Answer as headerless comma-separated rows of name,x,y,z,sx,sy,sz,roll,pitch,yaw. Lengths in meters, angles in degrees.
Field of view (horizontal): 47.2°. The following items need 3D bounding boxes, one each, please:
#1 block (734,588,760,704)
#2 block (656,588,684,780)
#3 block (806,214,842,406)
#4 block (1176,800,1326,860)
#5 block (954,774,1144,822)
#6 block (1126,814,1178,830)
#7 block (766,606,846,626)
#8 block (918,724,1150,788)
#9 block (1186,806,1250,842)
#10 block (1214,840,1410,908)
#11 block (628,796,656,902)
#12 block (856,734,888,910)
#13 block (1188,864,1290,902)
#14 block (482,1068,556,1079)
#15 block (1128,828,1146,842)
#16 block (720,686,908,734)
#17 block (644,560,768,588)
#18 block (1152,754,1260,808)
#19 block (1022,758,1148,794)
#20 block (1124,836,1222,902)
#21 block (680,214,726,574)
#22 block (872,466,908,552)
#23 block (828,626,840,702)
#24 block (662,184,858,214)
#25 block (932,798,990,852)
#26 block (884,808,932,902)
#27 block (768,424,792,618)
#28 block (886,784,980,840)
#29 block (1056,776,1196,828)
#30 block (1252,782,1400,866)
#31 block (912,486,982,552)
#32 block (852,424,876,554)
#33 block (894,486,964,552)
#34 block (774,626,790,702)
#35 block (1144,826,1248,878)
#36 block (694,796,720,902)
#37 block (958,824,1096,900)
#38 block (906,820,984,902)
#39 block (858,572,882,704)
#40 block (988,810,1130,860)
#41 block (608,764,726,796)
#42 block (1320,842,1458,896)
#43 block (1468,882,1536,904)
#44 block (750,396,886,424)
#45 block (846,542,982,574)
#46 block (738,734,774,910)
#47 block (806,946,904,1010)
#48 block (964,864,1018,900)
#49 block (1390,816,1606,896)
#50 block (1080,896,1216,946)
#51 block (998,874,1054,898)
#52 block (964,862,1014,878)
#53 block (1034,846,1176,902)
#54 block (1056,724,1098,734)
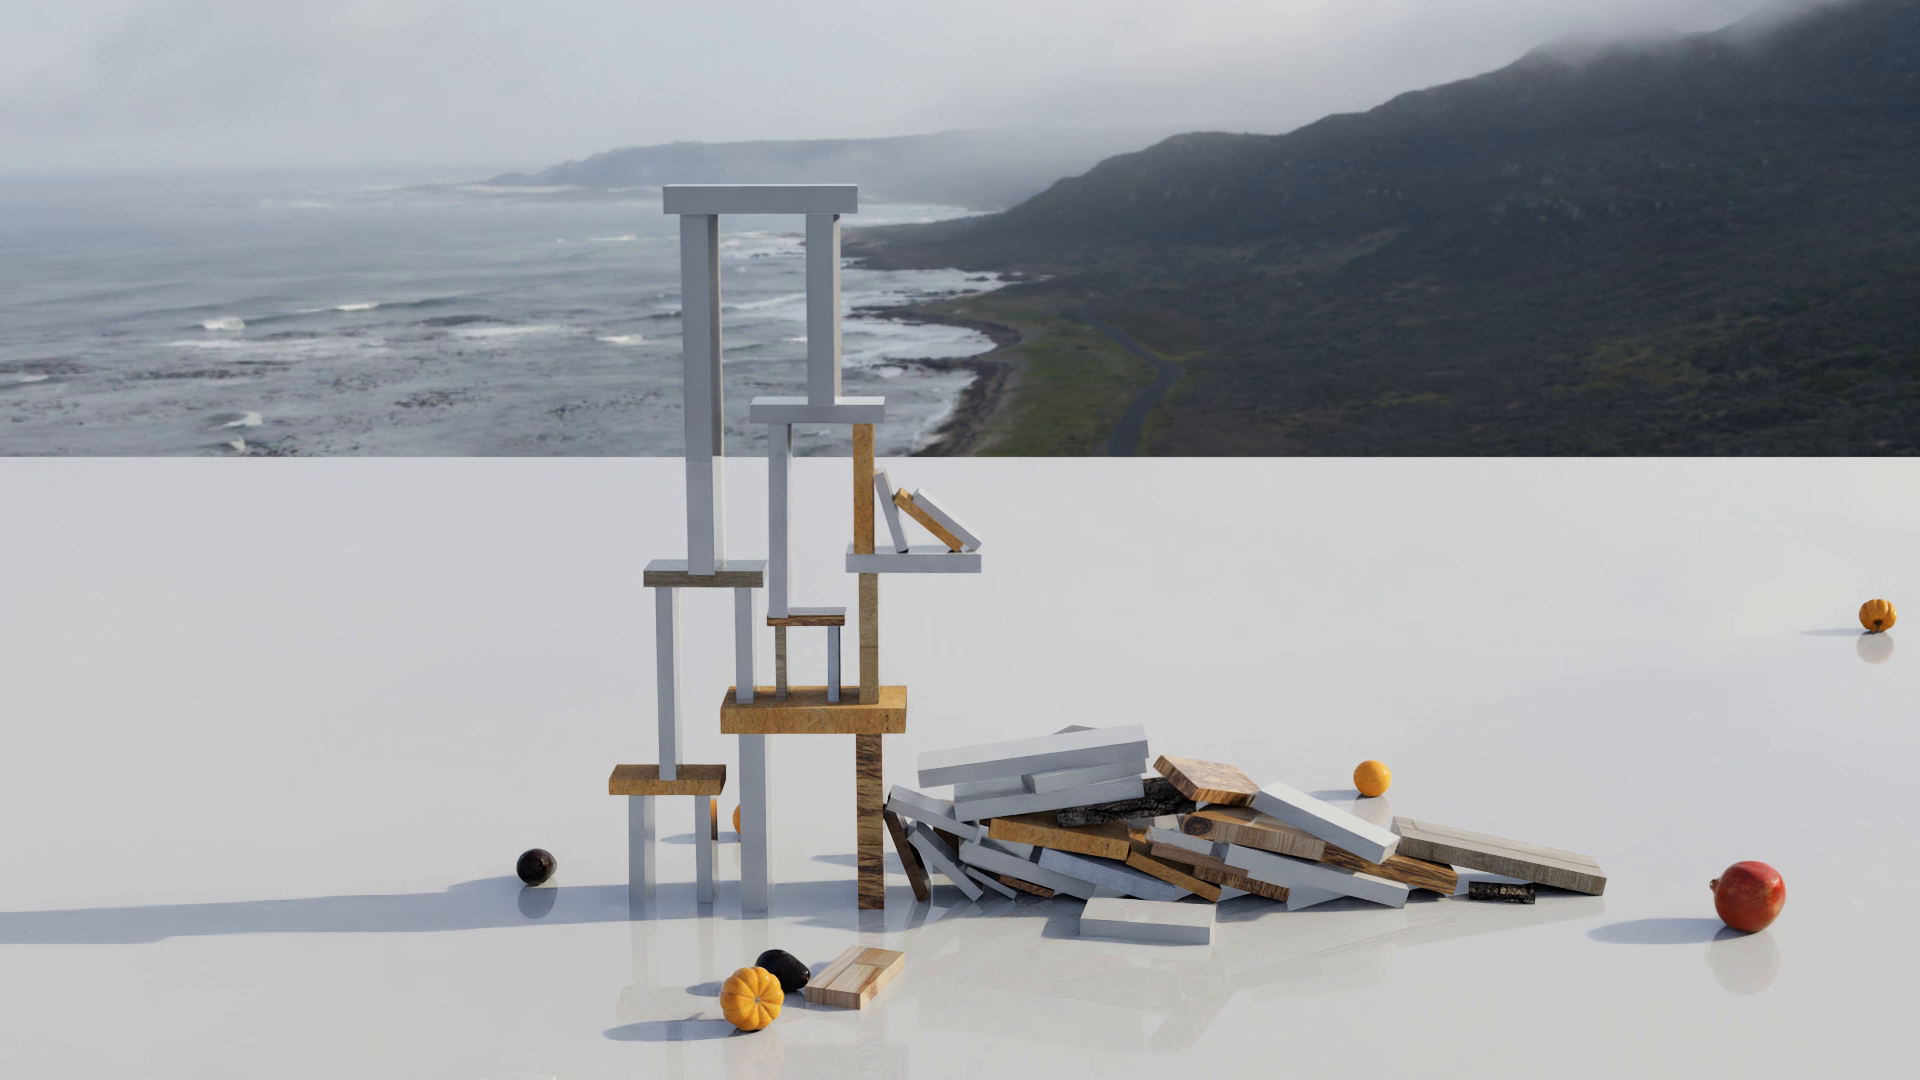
block,-0.348,0.162,3.592,0.027,0.192,0.096,0,11,0
block,-0.477,0.225,3.605,0.027,0.322,0.096,0,11,0
block,-0.215,-0.369,3.486,0.042,0.298,0.149,0,11,1
block,0.478,0.474,3.636,0.234,0.033,0.117,11,10,-2
block,0.146,0.415,3.643,0.310,0.032,0.113,-8,10,2
block,0.354,0.489,4.013,0.113,0.032,0.225,-9,5,-21
block,-0.249,0.124,3.579,0.126,0.018,0.063,0,11,-1
block,0.120,0.358,3.651,0.379,0.031,0.108,-8,10,2
block,0.477,0.520,3.957,0.113,0.032,0.225,3,11,14
block,0.580,0.538,3.640,0.307,0.033,0.117,15,10,-4
block,-0.528,0.499,3.657,0.026,0.183,0.091,2,11,3
block,-0.146,0.444,3.639,0.042,0.297,0.149,0,11,0
block,0.462,0.557,3.662,0.165,0.023,0.082,15,10,-3
block,-0.604,0.732,2.837,0.087,0.025,0.175,4,11,19
block,0.239,0.533,3.895,0.204,0.029,0.102,4,11,19
block,-0.237,0.278,3.608,0.297,0.042,0.148,0,11,0
block,-0.411,0.054,3.572,0.192,0.027,0.096,0,11,1
block,0.419,0.401,3.647,0.087,0.025,0.266,41,14,32
block,0.203,0.378,3.635,0.190,0.027,0.095,-10,10,-11
block,0.352,0.547,3.659,0.165,0.023,0.082,24,9,-5
block,-0.410,-0.237,3.513,0.042,0.567,0.149,0,11,1
block,-0.112,-0.050,3.542,0.018,0.131,0.065,-17,10,3
block,-0.206,0.195,3.593,0.018,0.126,0.063,0,11,0
block,-0.311,-0.536,3.454,0.298,0.042,0.149,-1,11,-3
block,0.044,0.512,3.830,0.190,0.095,0.027,5,12,25
block,-0.087,0.515,3.653,0.022,0.155,0.077,-21,10,4
block,-0.290,-0.039,3.550,0.030,0.314,0.105,1,11,0
block,-0.044,0.451,3.642,0.155,0.022,0.077,20,10,-3
block,0.276,0.430,3.640,0.226,0.032,0.113,-7,10,7
block,0.607,0.467,3.640,0.226,0.032,0.113,23,10,21
block,-0.021,-0.034,3.552,0.131,0.018,0.065,39,8,-7
block,-0.154,-0.090,3.541,0.030,0.211,0.105,0,11,0
block,-0.051,-0.033,3.546,0.131,0.018,0.065,39,8,-7
block,-0.290,0.195,3.592,0.018,0.126,0.063,0,11,0
block,0.392,0.516,3.642,0.165,0.023,0.082,15,10,-5
block,-0.421,0.499,3.657,0.026,0.183,0.091,0,11,0
block,0.111,0.533,3.660,0.229,0.032,0.114,18,10,-4
block,-0.024,0.529,3.656,0.155,0.022,0.077,44,8,-7
block,-0.147,0.149,3.590,0.031,0.217,0.108,0,11,0
block,0.163,0.479,3.647,0.229,0.032,0.114,9,10,0
block,-0.483,0.396,3.639,0.183,0.026,0.091,0,11,0
block,0.705,0.531,3.678,0.234,0.033,0.117,15,10,-3
block,0.899,0.586,3.652,0.105,0.015,0.053,2,11,12
block,-0.226,-0.208,3.516,0.211,0.030,0.105,0,11,-1
block,-0.074,0.028,3.566,0.217,0.031,0.108,0,11,0
block,-0.336,0.445,3.639,0.042,0.297,0.149,0,11,0
block,-0.155,0.650,3.276,0.087,0.025,0.175,4,11,20
block,0.052,0.563,3.659,0.093,0.013,0.046,29,9,-5
block,0.906,0.532,3.713,0.345,0.032,0.112,12,11,1
block,0.300,0.606,3.504,0.204,0.029,0.102,2,11,11
block,0.110,0.570,3.663,0.093,0.013,0.046,18,10,-3
block,0.051,0.537,3.658,0.093,0.013,0.046,18,10,-4
block,0.240,0.542,3.652,0.229,0.032,0.114,18,10,-4
block,0.228,0.420,4.511,0.095,0.027,0.190,6,12,30
